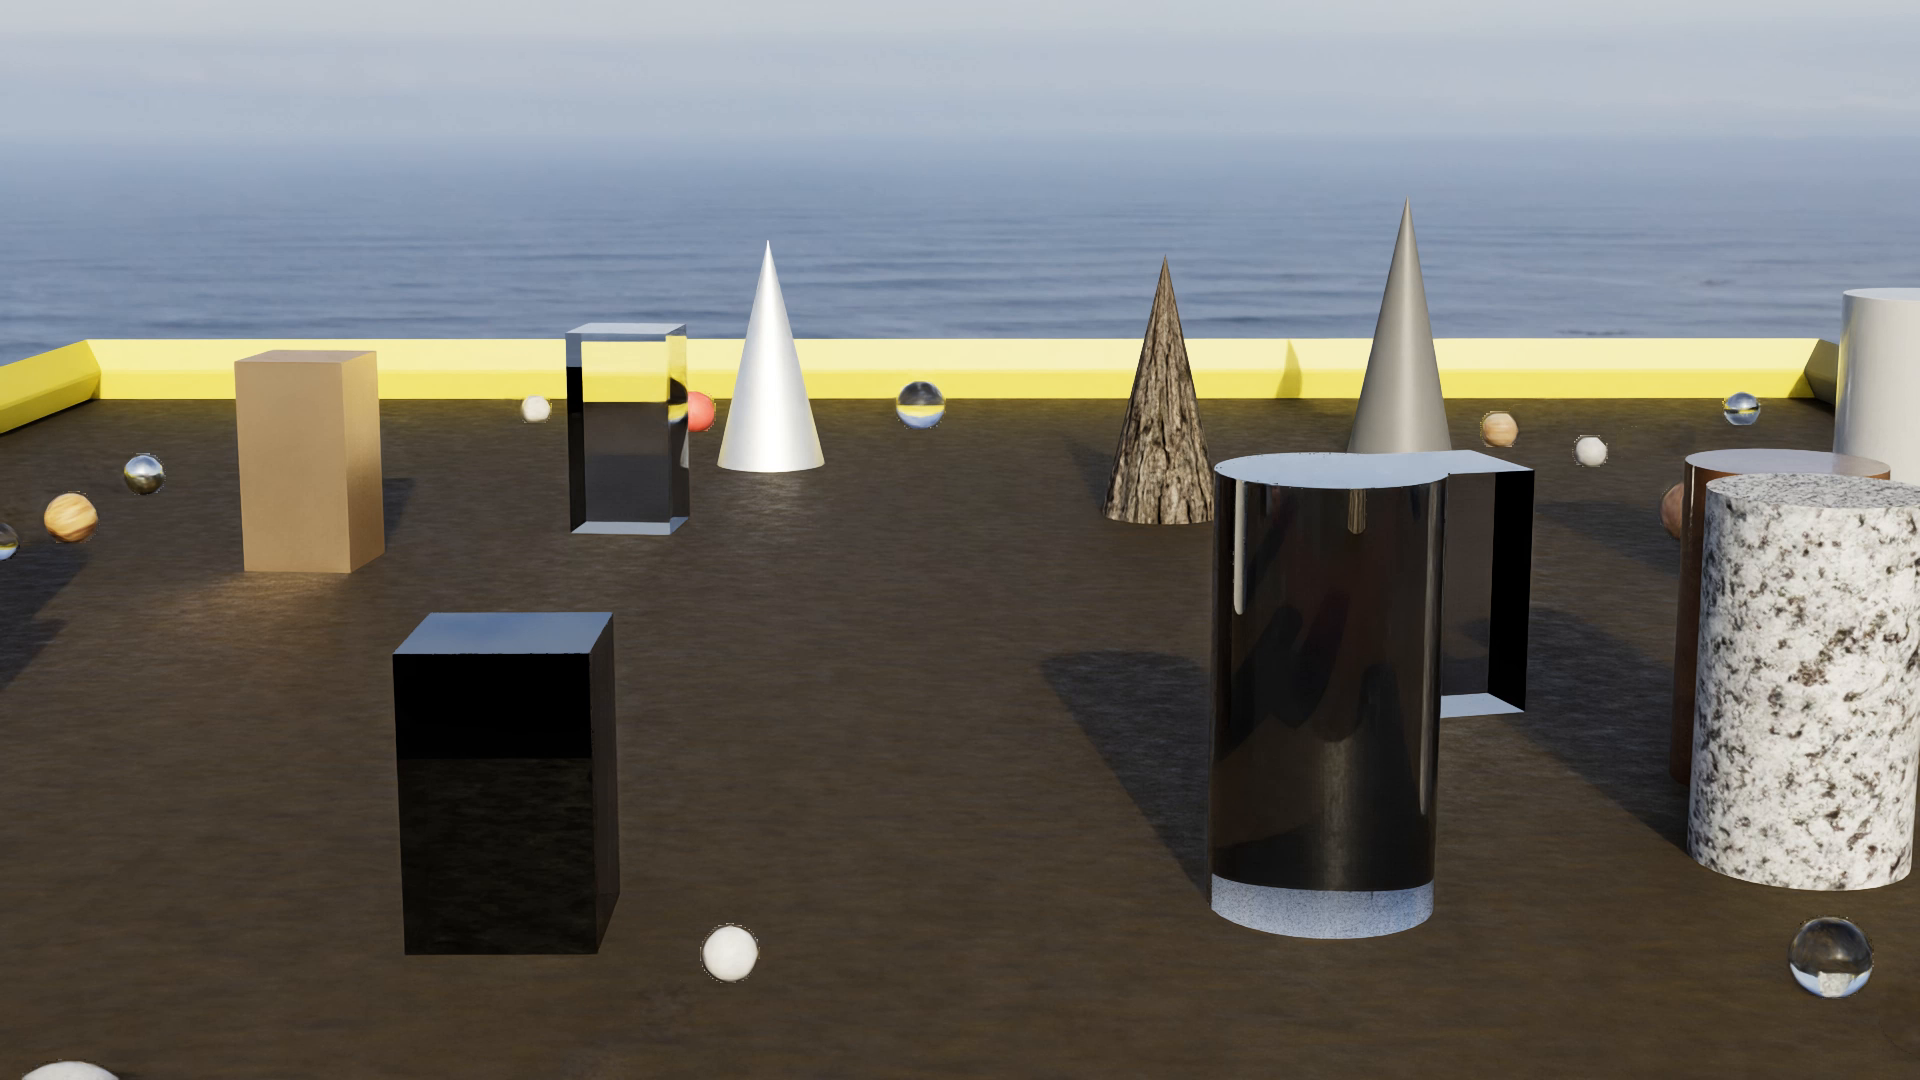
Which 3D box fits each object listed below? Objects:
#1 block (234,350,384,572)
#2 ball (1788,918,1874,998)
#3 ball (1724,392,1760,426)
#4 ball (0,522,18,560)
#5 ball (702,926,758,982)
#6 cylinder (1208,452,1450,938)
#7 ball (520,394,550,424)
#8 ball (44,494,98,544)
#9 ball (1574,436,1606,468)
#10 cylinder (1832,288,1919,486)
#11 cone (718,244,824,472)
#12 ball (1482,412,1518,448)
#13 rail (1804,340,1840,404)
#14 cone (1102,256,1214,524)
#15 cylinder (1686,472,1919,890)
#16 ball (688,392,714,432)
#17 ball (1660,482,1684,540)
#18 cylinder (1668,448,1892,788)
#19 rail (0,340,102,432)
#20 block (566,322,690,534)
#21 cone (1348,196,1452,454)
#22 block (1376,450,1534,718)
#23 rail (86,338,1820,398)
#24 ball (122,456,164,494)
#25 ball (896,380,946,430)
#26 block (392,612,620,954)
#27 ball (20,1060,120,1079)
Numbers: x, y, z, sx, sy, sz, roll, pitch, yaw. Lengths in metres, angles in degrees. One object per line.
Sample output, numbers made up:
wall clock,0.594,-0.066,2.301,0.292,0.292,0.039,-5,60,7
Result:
block,-0.958,-0.119,3.788,0.159,0.307,0.159,1,11,5
ball,0.689,0.330,2.029,0.064,0.064,0.064,0,10,0
ball,1.597,-0.267,5.239,0.071,0.071,0.071,0,10,0
ball,-1.432,0.002,3.816,0.058,0.058,0.058,0,10,0
ball,-0.185,0.333,2.067,0.044,0.044,0.044,0,10,0
cylinder,0.317,0.129,2.230,0.199,0.386,0.199,0,10,0
ball,-0.873,-0.269,5.278,0.060,0.060,0.060,0,10,0
ball,-1.370,-0.033,3.953,0.078,0.078,0.078,0,10,0
ball,1.157,-0.162,4.708,0.057,0.057,0.057,0,10,0
cylinder,1.191,-0.082,3.198,0.199,0.448,0.199,0,10,0
cone,-0.350,-0.345,4.721,0.199,0.414,0.199,0,10,0
ball,1.040,-0.211,4.944,0.068,0.068,0.068,0,10,0
rail,1.892,0.031,3.459,0.045,0.129,4.541,0,10,0
cone,0.332,-0.253,4.187,0.199,0.426,0.199,0,10,0
cylinder,0.781,0.125,2.361,0.199,0.347,0.199,0,10,0
ball,-0.534,-0.257,5.155,0.082,0.082,0.082,0,10,0
ball,1.131,-0.043,3.960,0.096,0.096,0.096,0,10,0
cylinder,0.838,0.084,2.629,0.199,0.330,0.199,0,10,0
rail,-1.892,0.035,3.438,0.045,0.129,4.541,0,10,0
block,-0.528,-0.180,4.091,0.159,0.317,0.159,1,11,5
cone,0.838,-0.408,4.846,0.199,0.492,0.199,0,10,0
block,0.547,0.049,2.959,0.159,0.279,0.159,-3,11,-15
rail,-0.013,-0.375,5.658,3.832,0.129,0.045,0,10,0
ball,-1.402,-0.111,4.407,0.067,0.067,0.067,0,10,0
ball,-0.080,-0.273,5.194,0.099,0.099,0.099,0,10,0
block,-0.382,0.204,2.184,0.159,0.256,0.159,0,10,-1
ball,-0.579,0.384,1.661,0.092,0.092,0.092,0,10,0
